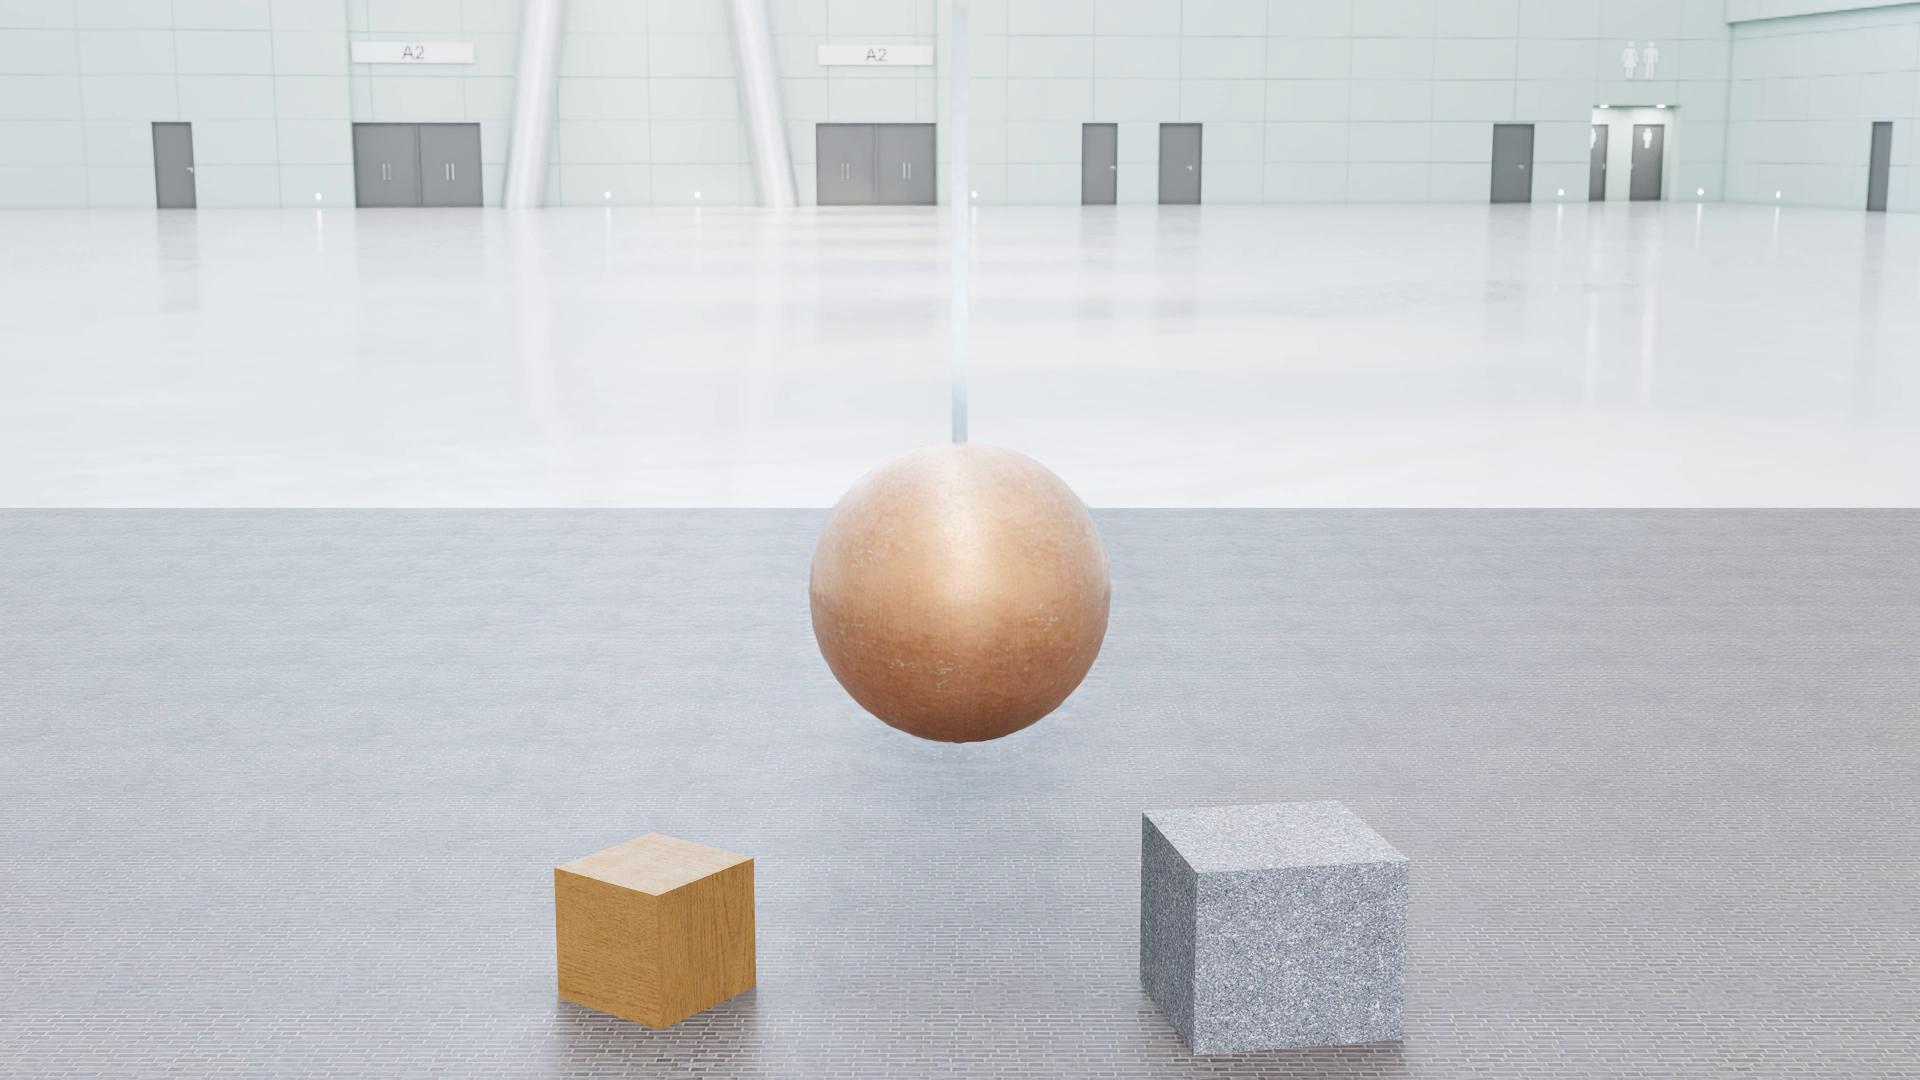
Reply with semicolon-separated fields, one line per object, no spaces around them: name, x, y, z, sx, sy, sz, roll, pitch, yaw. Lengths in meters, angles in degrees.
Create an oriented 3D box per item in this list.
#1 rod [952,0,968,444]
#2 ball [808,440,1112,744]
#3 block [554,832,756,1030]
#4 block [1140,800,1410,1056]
rod;0.000;-3.033;10.791;0.080;5.200;0.080;0;14;0
ball;0.000;0.269;11.602;1.600;1.600;1.600;0;10;0
block;-1.262;1.610;9.137;0.580;0.562;0.579;7;13;35
block;1.257;1.554;8.949;0.858;0.740;0.808;-2;10;-10
